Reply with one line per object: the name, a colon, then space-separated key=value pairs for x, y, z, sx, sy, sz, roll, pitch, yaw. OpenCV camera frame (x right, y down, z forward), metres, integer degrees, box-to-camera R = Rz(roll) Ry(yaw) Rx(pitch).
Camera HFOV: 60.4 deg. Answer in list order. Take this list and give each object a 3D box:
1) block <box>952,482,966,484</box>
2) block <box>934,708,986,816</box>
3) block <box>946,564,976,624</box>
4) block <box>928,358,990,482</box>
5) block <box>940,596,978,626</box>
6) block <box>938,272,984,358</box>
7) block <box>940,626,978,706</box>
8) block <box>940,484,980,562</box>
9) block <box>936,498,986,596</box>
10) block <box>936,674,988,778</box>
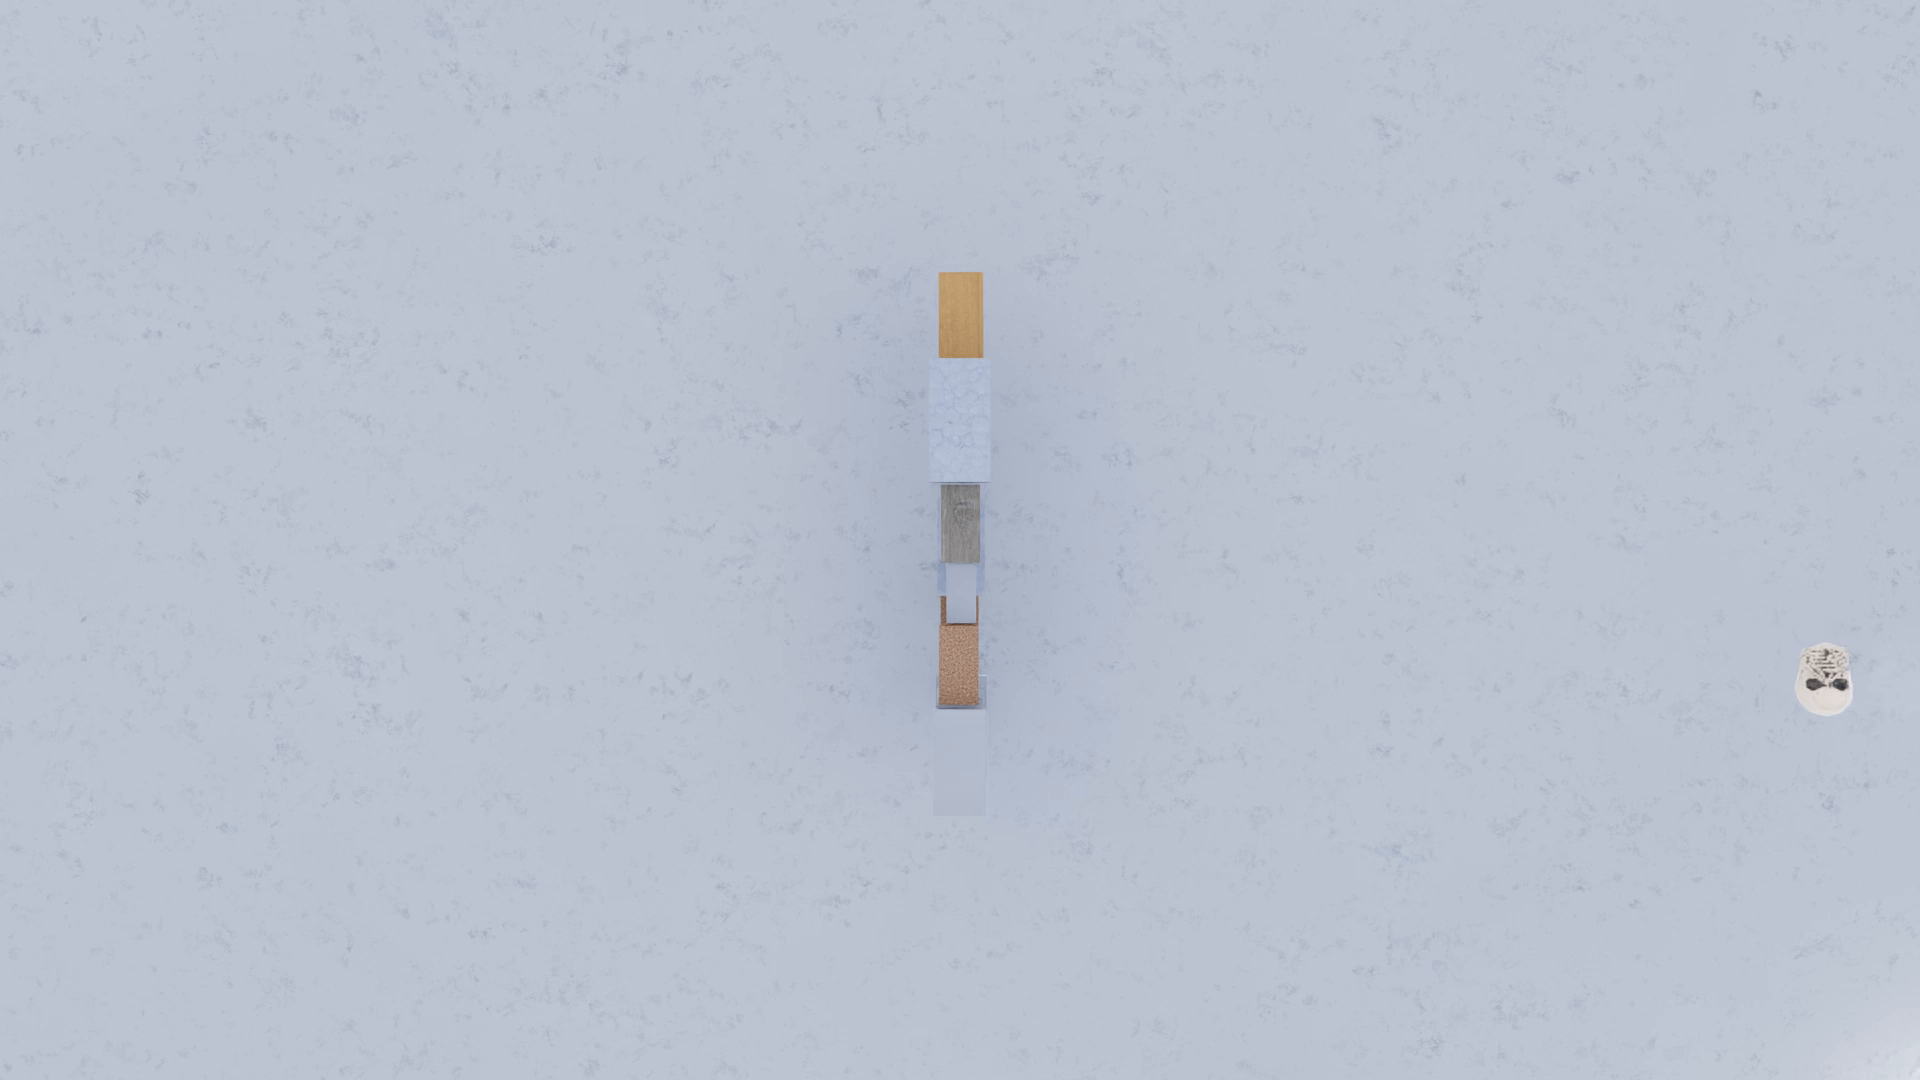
block: x=-0.003 y=-0.179 z=5.403 sx=0.045 sy=0.013 sz=0.091 roll=0 pitch=90 yaw=0
block: x=-0.001 y=0.647 z=4.808 sx=0.154 sy=0.044 sz=0.308 roll=0 pitch=90 yaw=0
block: x=0.004 y=0.161 z=4.967 sx=0.088 sy=0.025 sz=0.176 roll=0 pitch=90 yaw=0
block: x=-0.001 y=-0.347 z=4.801 sx=0.179 sy=0.051 sz=0.358 roll=0 pitch=90 yaw=0
block: x=-0.001 y=0.298 z=5.242 sx=0.121 sy=0.034 sz=0.241 roll=0 pitch=90 yaw=0
block: x=0.003 y=-0.667 z=4.950 sx=0.134 sy=0.038 sz=0.268 roll=0 pitch=90 yaw=0
block: x=-0.003 y=0.371 z=4.888 sx=0.117 sy=0.033 sz=0.233 roll=0 pitch=90 yaw=0
block: x=0.001 y=-0.048 z=4.907 sx=0.116 sy=0.033 sz=0.232 roll=0 pitch=90 yaw=0
block: x=0.003 y=0.022 z=5.177 sx=0.151 sy=0.043 sz=0.302 roll=0 pitch=90 yaw=0
block: x=0.005 y=0.583 z=5.160 sx=0.159 sy=0.045 sz=0.318 roll=0 pitch=90 yaw=0
